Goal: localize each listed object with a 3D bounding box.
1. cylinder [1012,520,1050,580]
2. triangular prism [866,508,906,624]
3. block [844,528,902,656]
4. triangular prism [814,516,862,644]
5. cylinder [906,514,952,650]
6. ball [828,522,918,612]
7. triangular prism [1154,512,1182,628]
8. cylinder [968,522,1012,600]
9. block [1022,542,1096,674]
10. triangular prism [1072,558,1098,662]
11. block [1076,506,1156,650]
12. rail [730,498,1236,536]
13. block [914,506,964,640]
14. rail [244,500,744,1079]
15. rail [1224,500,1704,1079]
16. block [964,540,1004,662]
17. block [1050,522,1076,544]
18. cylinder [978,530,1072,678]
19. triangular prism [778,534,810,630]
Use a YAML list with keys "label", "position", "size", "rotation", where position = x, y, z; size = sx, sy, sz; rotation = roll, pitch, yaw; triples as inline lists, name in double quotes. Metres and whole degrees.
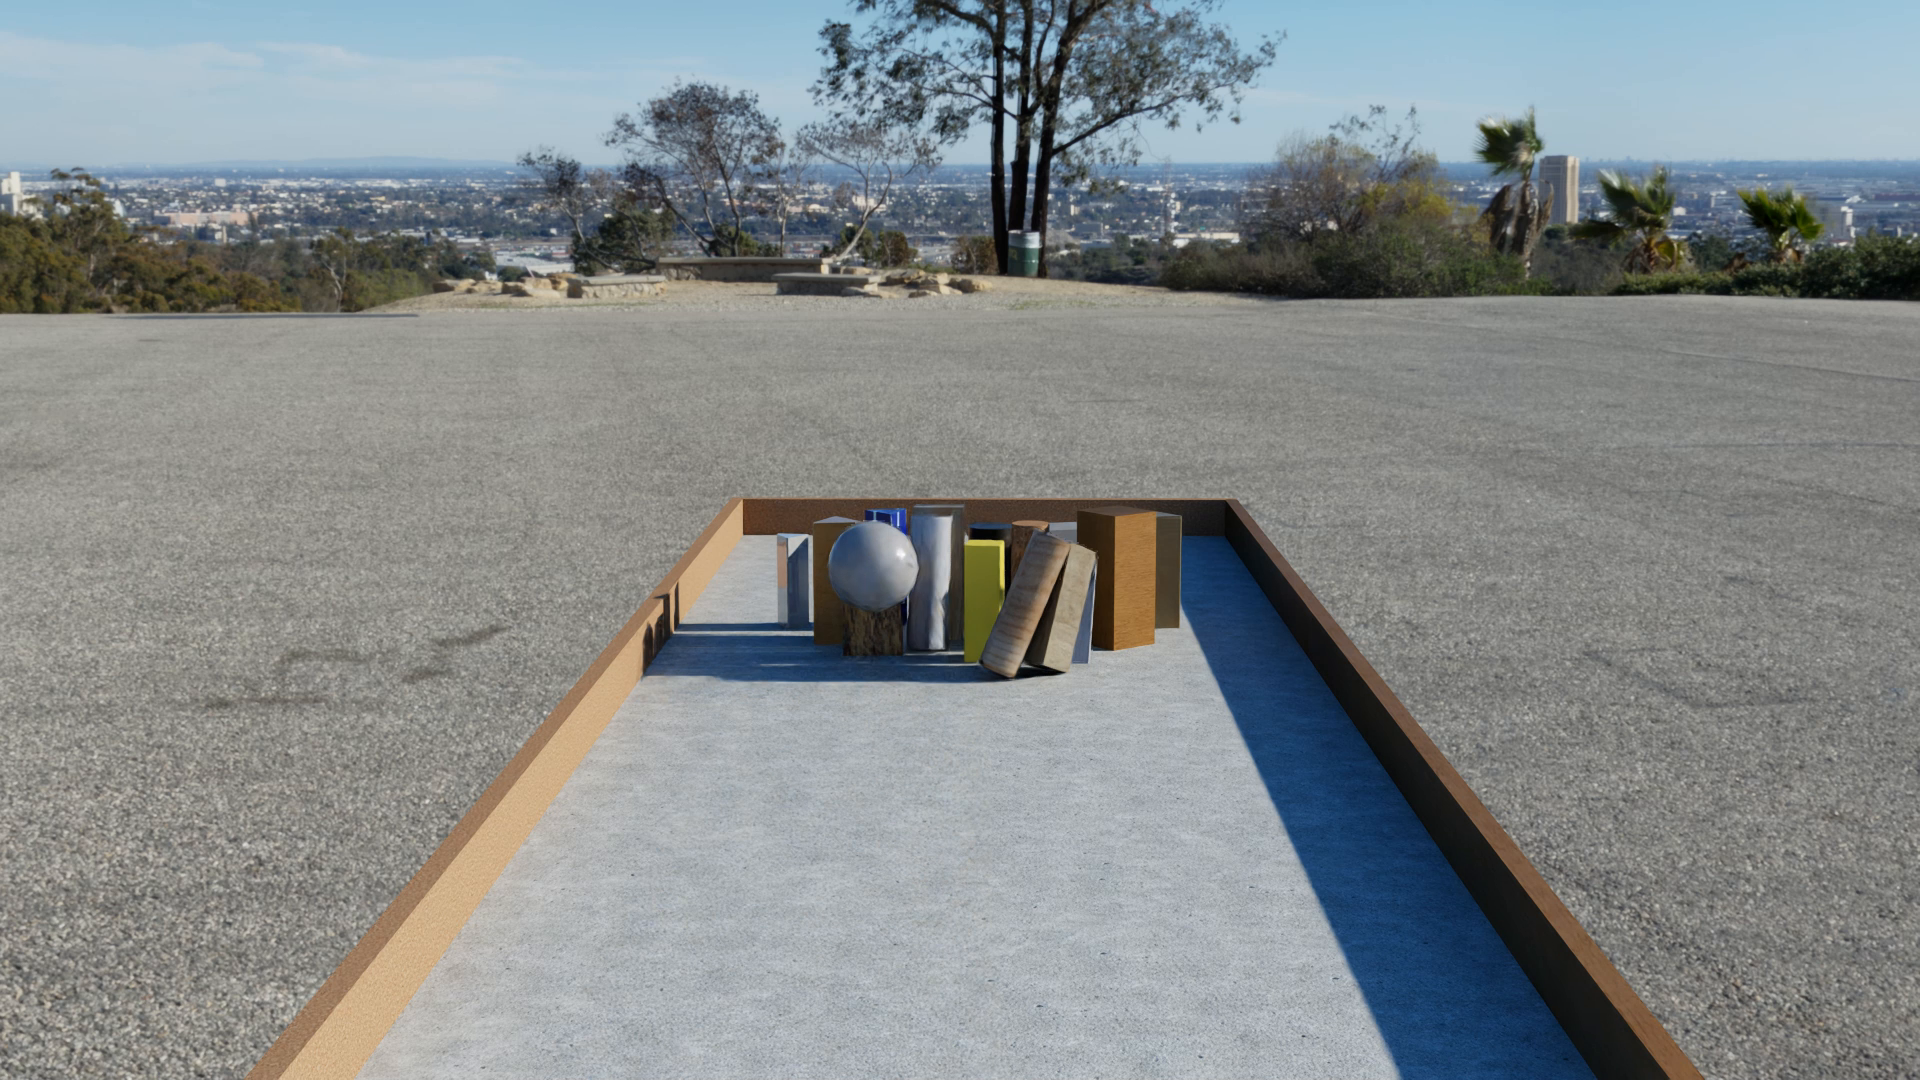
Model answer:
- label: "cylinder"
  position: [0.222, 0.134, 6.954]
  size: [0.119, 0.378, 0.119]
  rotation: [0, 9, 0]
- label: "triangular prism"
  position: [-0.222, 0.092, 7.209]
  size: [0.116, 0.382, 0.134]
  rotation: [-8, 12, -42]
- label: "block"
  position: [-0.270, 0.159, 6.810]
  size: [0.178, 0.371, 0.178]
  rotation: [0, 8, -2]
- label: "triangular prism"
  position: [-0.389, 0.126, 6.974]
  size: [0.156, 0.388, 0.135]
  rotation: [-1, 9, -7]
- label: "cylinder"
  position: [-0.095, 0.129, 6.843]
  size: [0.127, 0.411, 0.127]
  rotation: [2, 3, 0]
- label: "ball"
  position: [-0.260, 0.080, 6.573]
  size: [0.270, 0.270, 0.270]
  rotation: [0, 9, 0]
- label: "triangular prism"
  position: [0.646, 0.097, 7.215]
  size: [0.134, 0.370, 0.116]
  rotation: [-1, 9, -7]
- label: "cylinder"
  position: [0.101, 0.118, 7.202]
  size: [0.150, 0.332, 0.150]
  rotation: [0, 9, 0]
- label: "block"
  position: [0.275, 0.194, 6.527]
  size: [0.129, 0.371, 0.129]
  rotation: [8, -9, 40]
- label: "triangular prism"
  position: [0.353, 0.204, 6.686]
  size: [0.103, 0.319, 0.089]
  rotation: [4, 5, 3]
- label: "block"
  position: [0.491, 0.117, 6.922]
  size: [0.176, 0.422, 0.176]
  rotation: [-7, 12, -38]
- label: "rail"
  position: [0.099, -0.098, 9.147]
  size: [2.100, 0.150, 0.050]
  rotation: [0, 9, 1]
- label: "block"
  position: [-0.065, 0.102, 6.981]
  size: [0.154, 0.418, 0.154]
  rotation: [0, 3, 3]
- label: "rail"
  position: [-1.004, 0.839, 3.234]
  size: [0.050, 0.150, 12.000]
  rotation: [0, 9, 1]
- label: "rail"
  position: [1.046, 0.843, 3.208]
  size: [0.050, 0.150, 12.000]
  rotation: [0, 9, 1]
- label: "block"
  position: [0.074, 0.186, 6.691]
  size: [0.108, 0.359, 0.108]
  rotation: [1, 9, 9]
- label: "block"
  position: [0.348, 0.117, 7.215]
  size: [0.159, 0.330, 0.159]
  rotation: [-2, 9, -14]
- label: "cylinder"
  position: [0.190, 0.187, 6.435]
  size: [0.117, 0.426, 0.117]
  rotation: [23, 1, -1]
- label: "triangular prism"
  position: [-0.564, 0.132, 7.216]
  size: [0.089, 0.301, 0.103]
  rotation: [7, 11, 37]
